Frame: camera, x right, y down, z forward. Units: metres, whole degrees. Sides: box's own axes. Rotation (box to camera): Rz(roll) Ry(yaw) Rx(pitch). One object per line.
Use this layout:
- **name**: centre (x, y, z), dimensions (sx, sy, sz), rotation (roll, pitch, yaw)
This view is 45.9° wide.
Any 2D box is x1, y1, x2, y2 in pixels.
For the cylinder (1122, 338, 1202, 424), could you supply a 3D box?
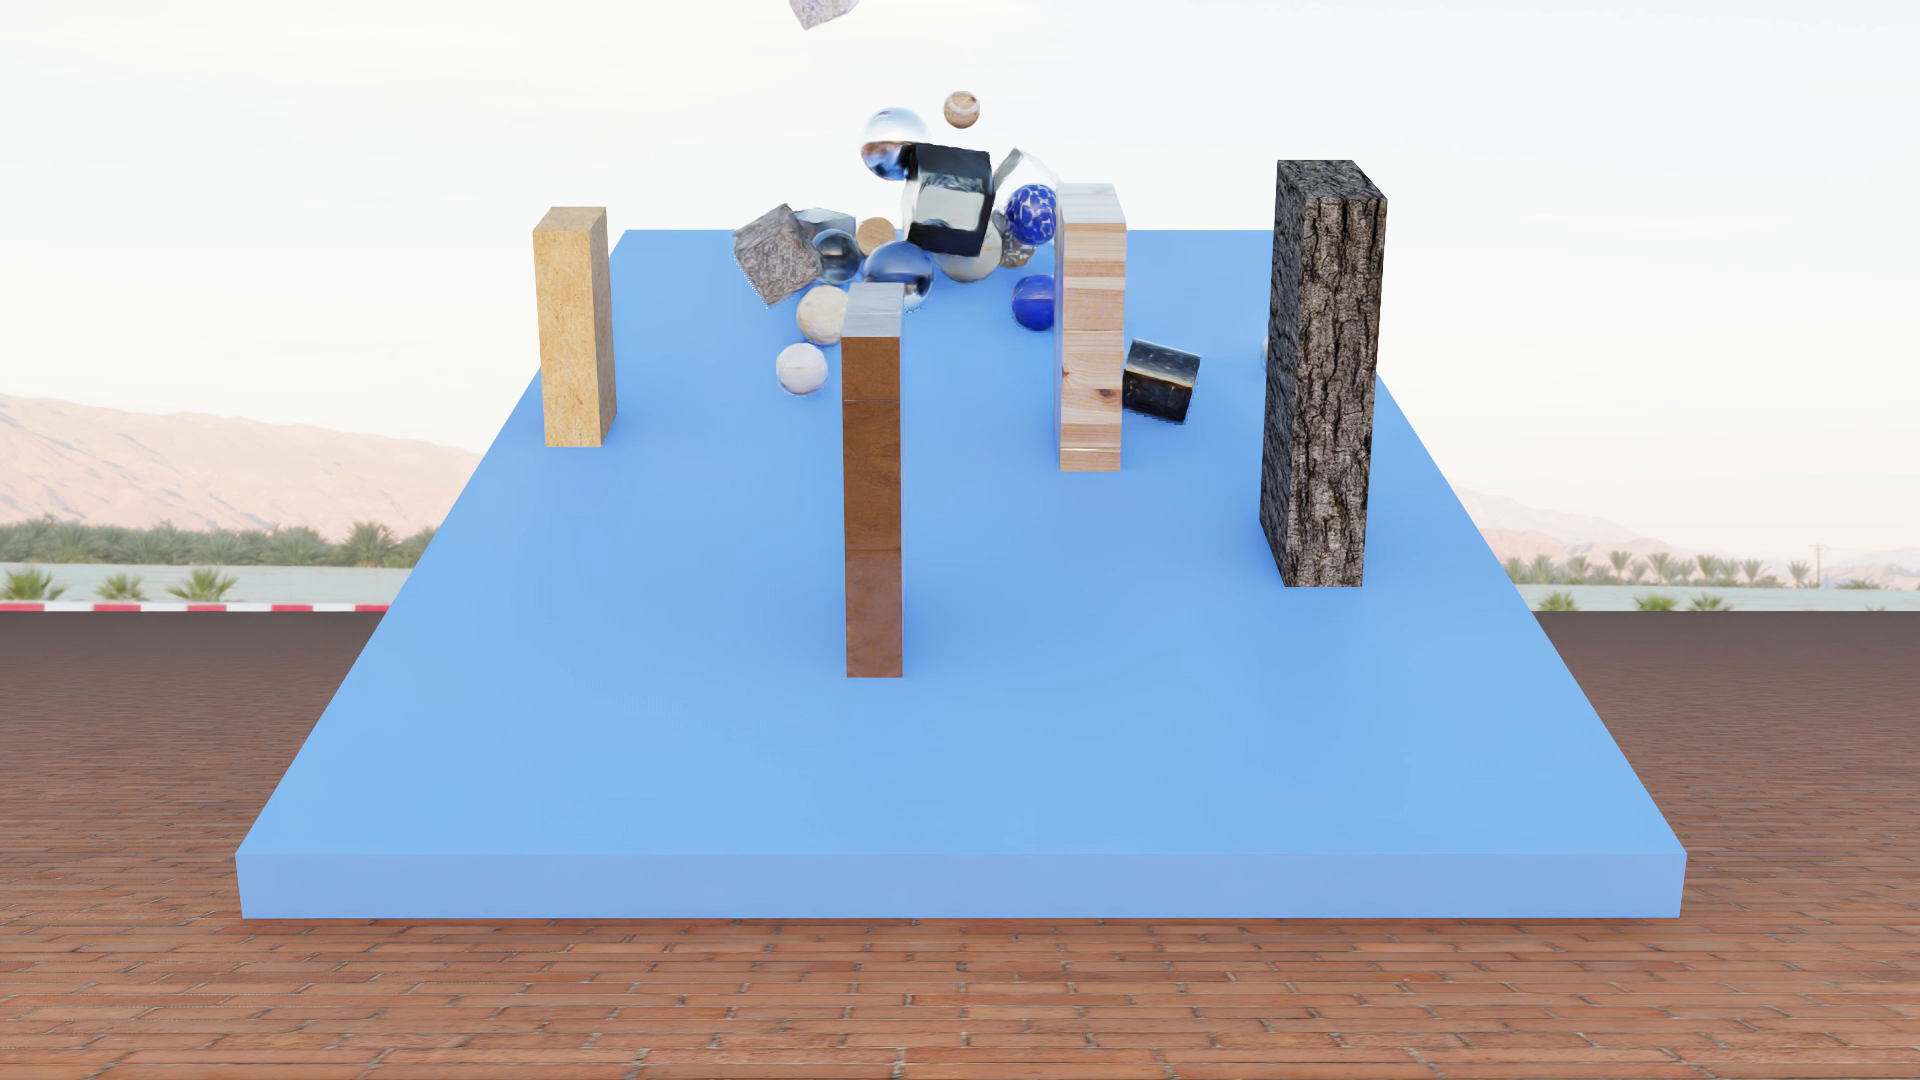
- **cylinder**: centre (0.437, -0.351, 4.994), dimensions (0.155, 0.155, 0.155), rotation (15, -1, 4)

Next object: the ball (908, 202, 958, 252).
- **ball**: centre (-0.077, -0.907, 6.572), dimensions (0.146, 0.146, 0.146), rotation (0, -2, 0)

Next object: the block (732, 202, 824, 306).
- **block**: centre (-0.458, -0.718, 5.696), dimensions (0.159, 0.159, 0.159), rotation (-29, 29, 8)

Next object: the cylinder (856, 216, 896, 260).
- **cylinder**: centre (-0.249, -0.856, 6.436), dimensions (0.117, 0.117, 0.117), rotation (0, 5, -15)

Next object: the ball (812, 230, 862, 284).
- **ball**: centre (-0.345, -0.773, 6.196), dimensions (0.152, 0.152, 0.152), rotation (0, -2, 0)

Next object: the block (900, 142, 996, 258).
- **block**: centre (-0.034, -0.898, 5.989), dimensions (0.201, 0.201, 0.201), rotation (6, -47, -12)

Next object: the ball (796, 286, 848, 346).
- **ball**: centre (-0.330, -0.555, 5.603), dimensions (0.149, 0.149, 0.149), rotation (0, -2, 0)

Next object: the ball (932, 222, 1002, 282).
- **ball**: centre (0.019, -0.802, 6.215), dimensions (0.194, 0.194, 0.194), rotation (0, -2, 0)

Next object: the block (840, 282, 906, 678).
- **block**: centre (-0.139, -0.106, 3.761), dimensions (0.090, 0.572, 0.356), rotation (0, 20, 0)

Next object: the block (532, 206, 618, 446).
- **block**: centre (-0.826, -0.462, 4.883), dimensions (0.118, 0.468, 0.248), rotation (0, 20, 0)

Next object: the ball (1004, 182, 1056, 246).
- **ball**: centre (0.199, -0.874, 6.085), dimensions (0.167, 0.167, 0.167), rotation (0, -2, 0)

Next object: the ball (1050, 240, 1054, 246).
- **ball**: centre (0.327, -0.920, 6.562), dimensions (0.177, 0.177, 0.177), rotation (0, -2, 0)

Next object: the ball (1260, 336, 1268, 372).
- **ball**: centre (0.768, -0.430, 5.283), dimensions (0.137, 0.137, 0.137), rotation (0, -2, 0)

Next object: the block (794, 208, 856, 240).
- **block**: centre (-0.403, -0.835, 6.357), dimensions (0.153, 0.153, 0.153), rotation (19, 26, 41)

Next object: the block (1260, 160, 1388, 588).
- **block**: centre (0.653, -0.308, 4.126), dimensions (0.139, 0.704, 0.361), rotation (0, 20, 0)

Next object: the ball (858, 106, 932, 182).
- **ball**: centre (-0.175, -1.076, 6.159), dimensions (0.202, 0.202, 0.202), rotation (0, -2, 0)

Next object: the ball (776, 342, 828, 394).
- **ball**: centre (-0.364, -0.393, 5.204), dimensions (0.119, 0.119, 0.119), rotation (0, -2, 0)

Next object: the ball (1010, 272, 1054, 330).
- **ball**: centre (0.201, -0.605, 5.746), dimensions (0.147, 0.147, 0.147), rotation (0, -2, 0)

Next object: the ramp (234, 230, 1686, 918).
- **ramp**: centre (-0.005, -0.208, 5.019), dimensions (2.000, 0.100, 4.000), rotation (0, 20, 0)

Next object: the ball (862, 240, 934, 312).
- **ball**: centre (-0.160, -0.686, 5.907), dimensions (0.187, 0.187, 0.187), rotation (0, -2, 0)

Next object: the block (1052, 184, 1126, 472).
- **block**: centre (0.269, -0.456, 4.795), dimensions (0.124, 0.521, 0.403), rotation (0, 20, 0)

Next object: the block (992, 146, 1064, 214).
- **block**: centre (0.185, -0.967, 6.298), dimensions (0.158, 0.158, 0.158), rotation (46, 17, 19)

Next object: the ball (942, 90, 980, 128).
- **ball**: centre (0.005, -1.289, 6.793), dimensions (0.114, 0.114, 0.114), rotation (0, -2, 0)

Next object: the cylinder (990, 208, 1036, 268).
- **cylinder**: centre (0.135, -0.855, 6.416), dimensions (0.130, 0.130, 0.130), rotation (1, 31, -18)

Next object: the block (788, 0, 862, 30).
- **block**: centre (-0.369, -1.525, 6.214), dimensions (0.162, 0.162, 0.162), rotation (-11, 30, 37)
